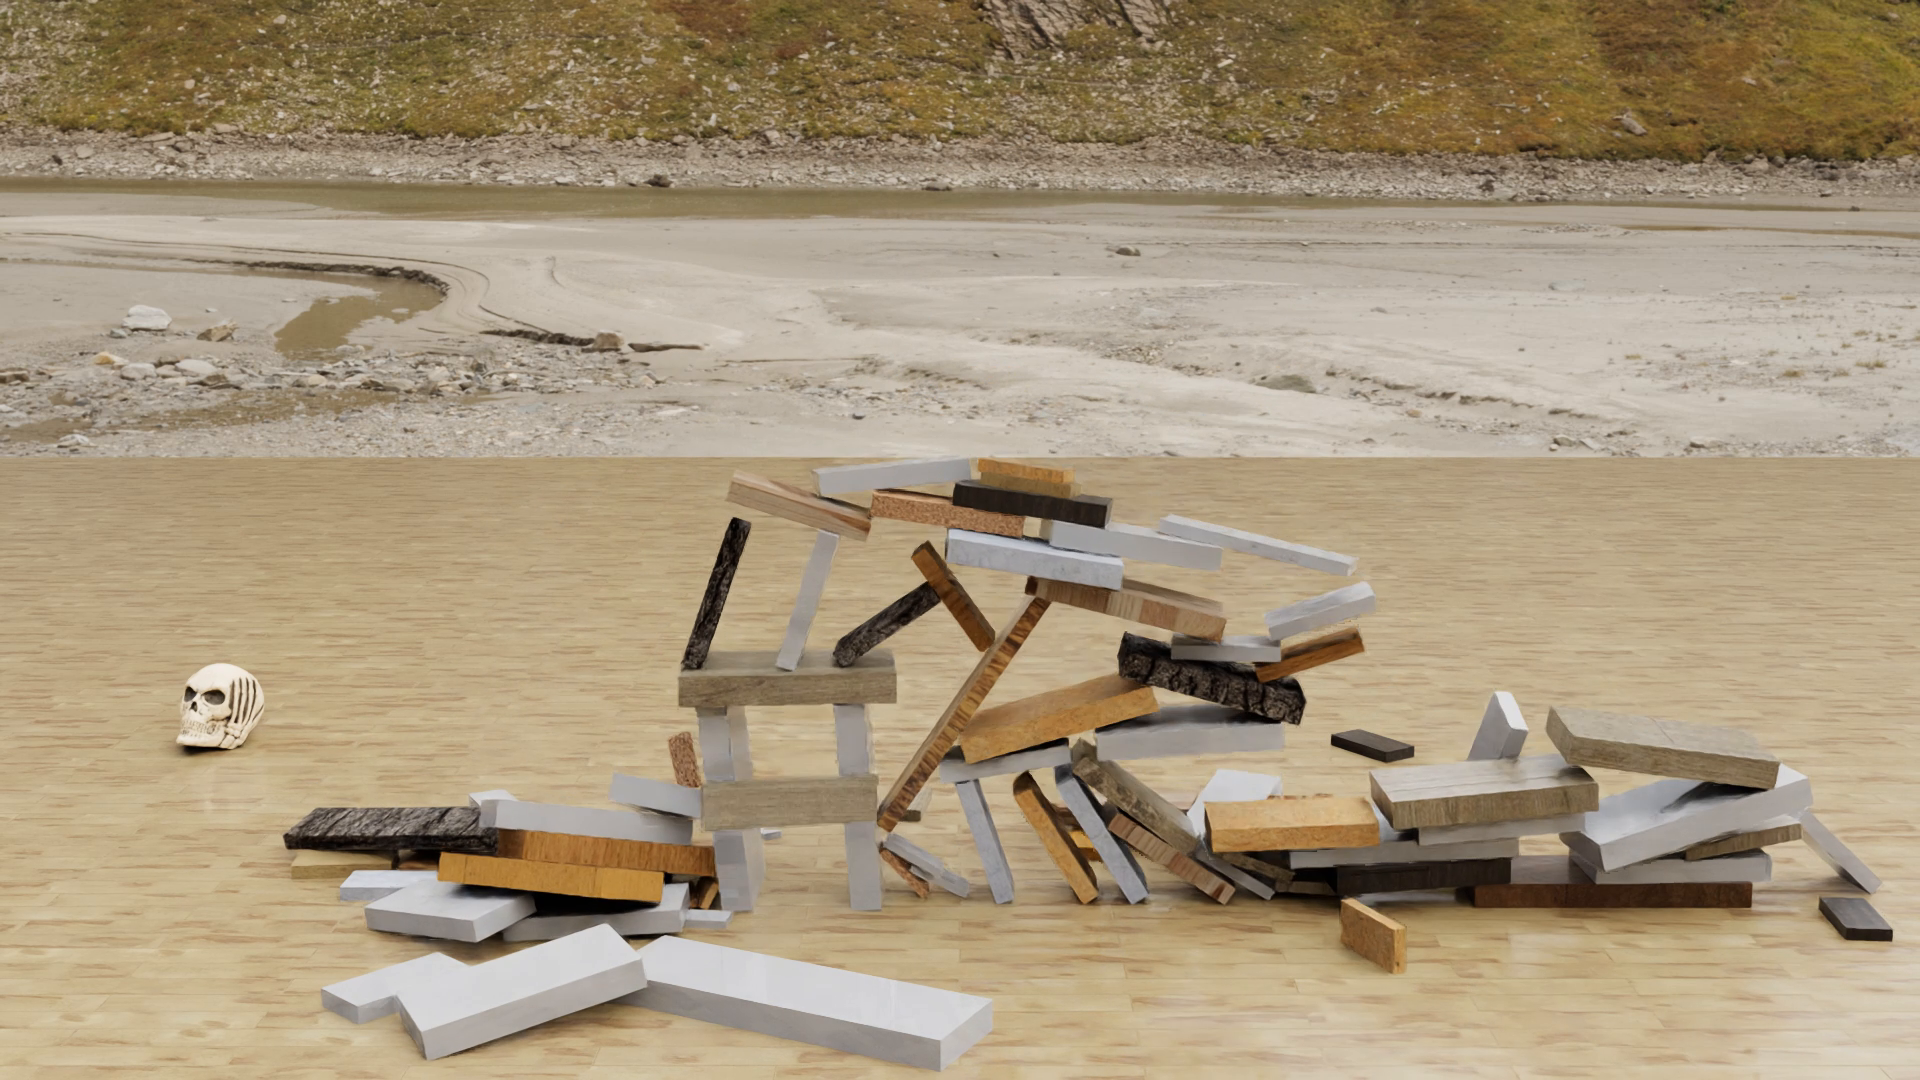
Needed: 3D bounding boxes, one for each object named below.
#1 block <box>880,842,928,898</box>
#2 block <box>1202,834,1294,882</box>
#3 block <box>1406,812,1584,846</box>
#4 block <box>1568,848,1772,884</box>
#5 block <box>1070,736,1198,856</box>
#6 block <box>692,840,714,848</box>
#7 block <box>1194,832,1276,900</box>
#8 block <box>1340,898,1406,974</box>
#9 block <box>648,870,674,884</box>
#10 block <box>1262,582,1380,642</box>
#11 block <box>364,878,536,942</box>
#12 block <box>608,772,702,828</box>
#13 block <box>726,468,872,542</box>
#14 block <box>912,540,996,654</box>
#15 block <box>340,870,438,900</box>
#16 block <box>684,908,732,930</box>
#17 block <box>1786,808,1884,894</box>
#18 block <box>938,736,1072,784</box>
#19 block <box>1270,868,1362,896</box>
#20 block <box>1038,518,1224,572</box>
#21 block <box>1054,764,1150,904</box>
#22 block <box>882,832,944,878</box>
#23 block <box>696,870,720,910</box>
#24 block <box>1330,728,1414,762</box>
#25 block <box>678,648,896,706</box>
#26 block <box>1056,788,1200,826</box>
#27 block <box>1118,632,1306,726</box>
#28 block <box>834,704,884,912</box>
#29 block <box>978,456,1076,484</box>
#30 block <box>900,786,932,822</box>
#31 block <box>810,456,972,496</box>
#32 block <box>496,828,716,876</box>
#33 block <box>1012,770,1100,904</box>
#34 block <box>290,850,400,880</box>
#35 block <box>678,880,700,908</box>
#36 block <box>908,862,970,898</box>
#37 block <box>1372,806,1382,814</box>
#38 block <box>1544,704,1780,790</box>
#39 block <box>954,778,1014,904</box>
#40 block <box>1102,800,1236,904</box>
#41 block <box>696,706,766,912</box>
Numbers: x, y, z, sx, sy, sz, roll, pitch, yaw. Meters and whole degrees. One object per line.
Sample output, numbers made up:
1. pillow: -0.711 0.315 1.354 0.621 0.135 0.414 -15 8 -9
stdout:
1. block: -0.093 0.547 3.663 0.015 0.104 0.052 -42 8 7
2. block: 0.477 0.522 3.633 0.143 0.020 0.072 20 12 -10
3. block: 0.868 0.448 3.600 0.269 0.038 0.135 -5 12 -1
4. block: 1.181 0.528 3.665 0.290 0.041 0.145 0 11 -2
5. block: 0.286 0.423 3.638 0.236 0.033 0.118 37 8 -6
6. block: -0.479 0.544 3.878 0.094 0.013 0.047 4 11 20
7. block: 0.456 0.543 3.661 0.143 0.020 0.072 31 13 -5
8. block: 0.633 0.608 3.376 0.020 0.072 0.143 -6 12 -23
9. block: -0.544 0.559 3.734 0.116 0.016 0.058 11 10 -3
10. block: 0.581 0.115 3.548 0.176 0.025 0.088 -18 12 6
11. block: -0.807 0.584 3.478 0.255 0.036 0.127 -1 13 36
12. block: -0.476 0.449 3.728 0.160 0.045 0.320 10 -11 8
13. block: -0.258 -0.056 3.541 0.231 0.033 0.116 17 11 -7
14. block: -0.010 0.091 3.589 0.027 0.192 0.096 -35 5 7
15. block: -0.940 0.577 3.673 0.167 0.024 0.084 0 11 1
16. block: -0.417 0.608 3.533 0.095 0.013 0.047 2 11 8
17. block: 1.448 0.508 3.686 0.198 0.028 0.099 42 2 -14
18. block: 0.074 0.356 3.627 0.215 0.030 0.108 -10 10 2
19. block: 0.592 0.566 3.663 0.143 0.020 0.072 4 15 -2
20. block: 0.275 0.002 3.570 0.277 0.039 0.139 9 7 -6
21. block: 0.234 0.483 3.652 0.033 0.236 0.118 -32 9 6
22. block: -0.077 0.521 3.655 0.104 0.015 0.052 30 9 0
23. block: -0.417 0.573 3.630 0.013 0.047 0.094 27 4 -16
24. block: 0.846 0.422 4.512 0.080 0.023 0.159 -7 13 -33
25. block: -0.280 0.223 3.589 0.347 0.049 0.174 -1 11 -4
26. block: 0.304 0.482 3.964 0.242 0.034 0.121 -1 10 13
27. block: 0.410 0.225 3.602 0.299 0.042 0.149 15 10 0
28. block: -0.166 0.418 3.638 0.049 0.347 0.174 -4 11 1
29. block: 0.108 -0.114 3.575 0.144 0.020 0.072 10 8 17
30. block: -0.100 0.494 4.128 0.075 0.021 0.150 1 11 8
31. block: -0.115 -0.107 3.614 0.247 0.035 0.123 -6 6 -9
32. block: -0.577 0.511 3.596 0.320 0.045 0.160 10 -10 -25
33. block: 0.159 0.492 3.652 0.030 0.215 0.108 -32 9 6
34. block: -1.057 0.556 3.785 0.167 0.024 0.084 -1 11 -5
35. block: -0.458 0.587 3.627 0.047 0.013 0.095 -11 12 -10
36. block: -0.035 0.560 3.667 0.104 0.015 0.052 26 9 -5
37. block: 0.739 0.496 3.945 0.223 0.032 0.112 0 -8 -32
38. block: 1.140 0.336 3.583 0.331 0.047 0.166 7 14 0
39. block: 0.040 0.485 3.650 0.030 0.215 0.108 -18 10 3
40. block: 0.347 0.511 3.657 0.236 0.033 0.118 33 9 -6
41. block: -0.377 0.418 3.634 0.049 0.347 0.174 -6 10 4
